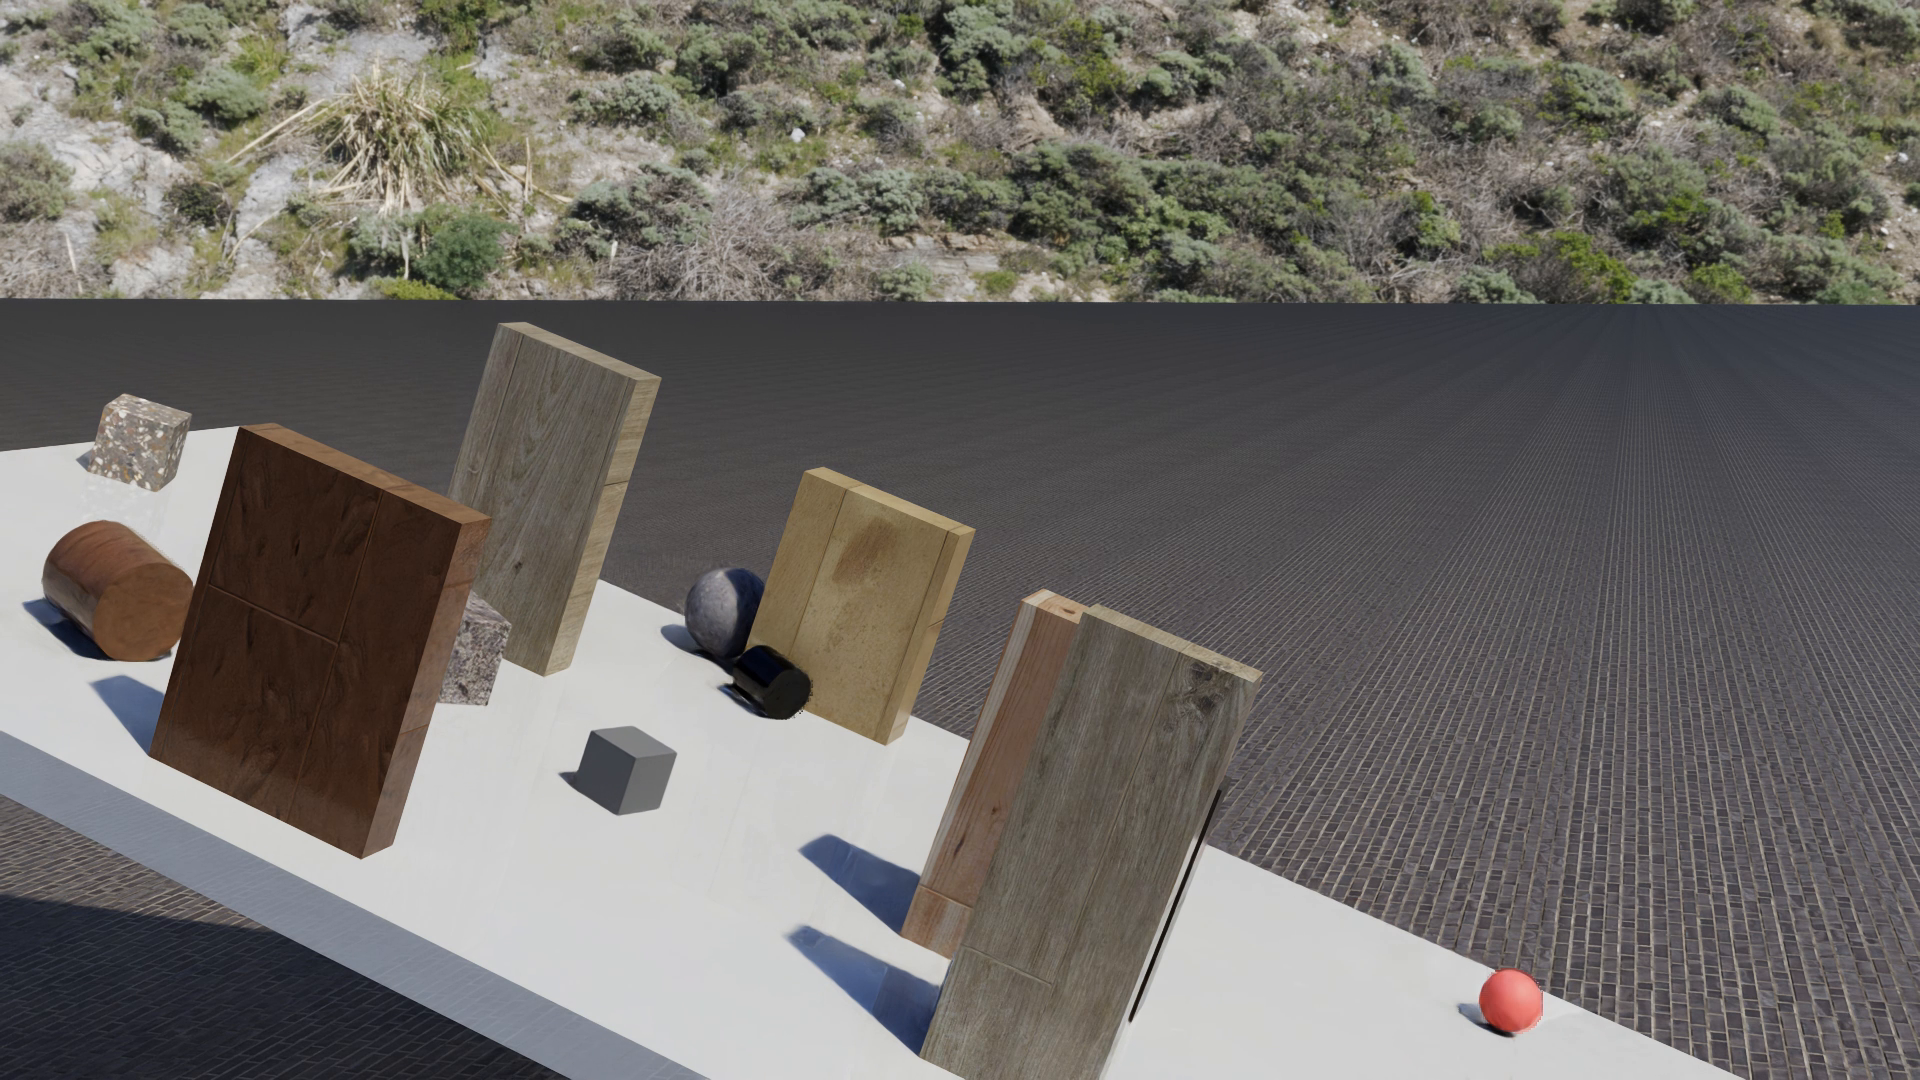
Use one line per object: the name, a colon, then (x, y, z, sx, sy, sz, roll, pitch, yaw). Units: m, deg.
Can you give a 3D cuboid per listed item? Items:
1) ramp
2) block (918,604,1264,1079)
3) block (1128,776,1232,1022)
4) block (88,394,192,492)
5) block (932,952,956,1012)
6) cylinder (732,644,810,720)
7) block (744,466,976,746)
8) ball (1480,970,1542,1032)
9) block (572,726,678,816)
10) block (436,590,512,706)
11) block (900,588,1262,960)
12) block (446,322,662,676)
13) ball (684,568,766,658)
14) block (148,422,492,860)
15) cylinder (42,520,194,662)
ramp: (-0.333, 0.610, 4.211, 4.000, 0.100, 2.000, 22, 13, 14)
block: (0.197, 0.510, 3.408, 0.277, 0.771, 0.090, 22, 13, 14)
block: (0.203, 0.560, 3.940, 0.421, 0.457, 0.101, 22, 13, 14)
block: (-1.830, -0.218, 4.910, 0.154, 0.154, 0.154, 18, 12, -9)
block: (0.036, 0.762, 3.620, 0.110, 0.110, 0.110, 15, 13, -19)
cylinder: (-0.416, 0.314, 4.845, 0.125, 0.125, 0.125, -6, 26, -40)
block: (-0.238, 0.146, 4.942, 0.385, 0.508, 0.122, 22, 13, 14)
ball: (1.123, 0.941, 4.487, 0.124, 0.124, 0.124, 0, 7, 0)
block: (-0.619, 0.425, 4.063, 0.117, 0.117, 0.117, 26, 14, 29)
block: (-1.013, 0.203, 4.287, 0.174, 0.174, 0.174, 8, 17, -43)
block: (0.208, 0.473, 3.864, 0.419, 0.652, 0.149, 22, 13, 14)
block: (-0.889, -0.086, 4.595, 0.330, 0.659, 0.117, 22, 13, 14)
ball: (-0.535, 0.168, 5.100, 0.207, 0.207, 0.207, 0, 7, 0)
block: (-1.027, 0.158, 3.512, 0.415, 0.576, 0.094, 22, 13, 14)
cylinder: (-1.513, 0.092, 3.958, 0.195, 0.195, 0.195, 29, 24, 36)
